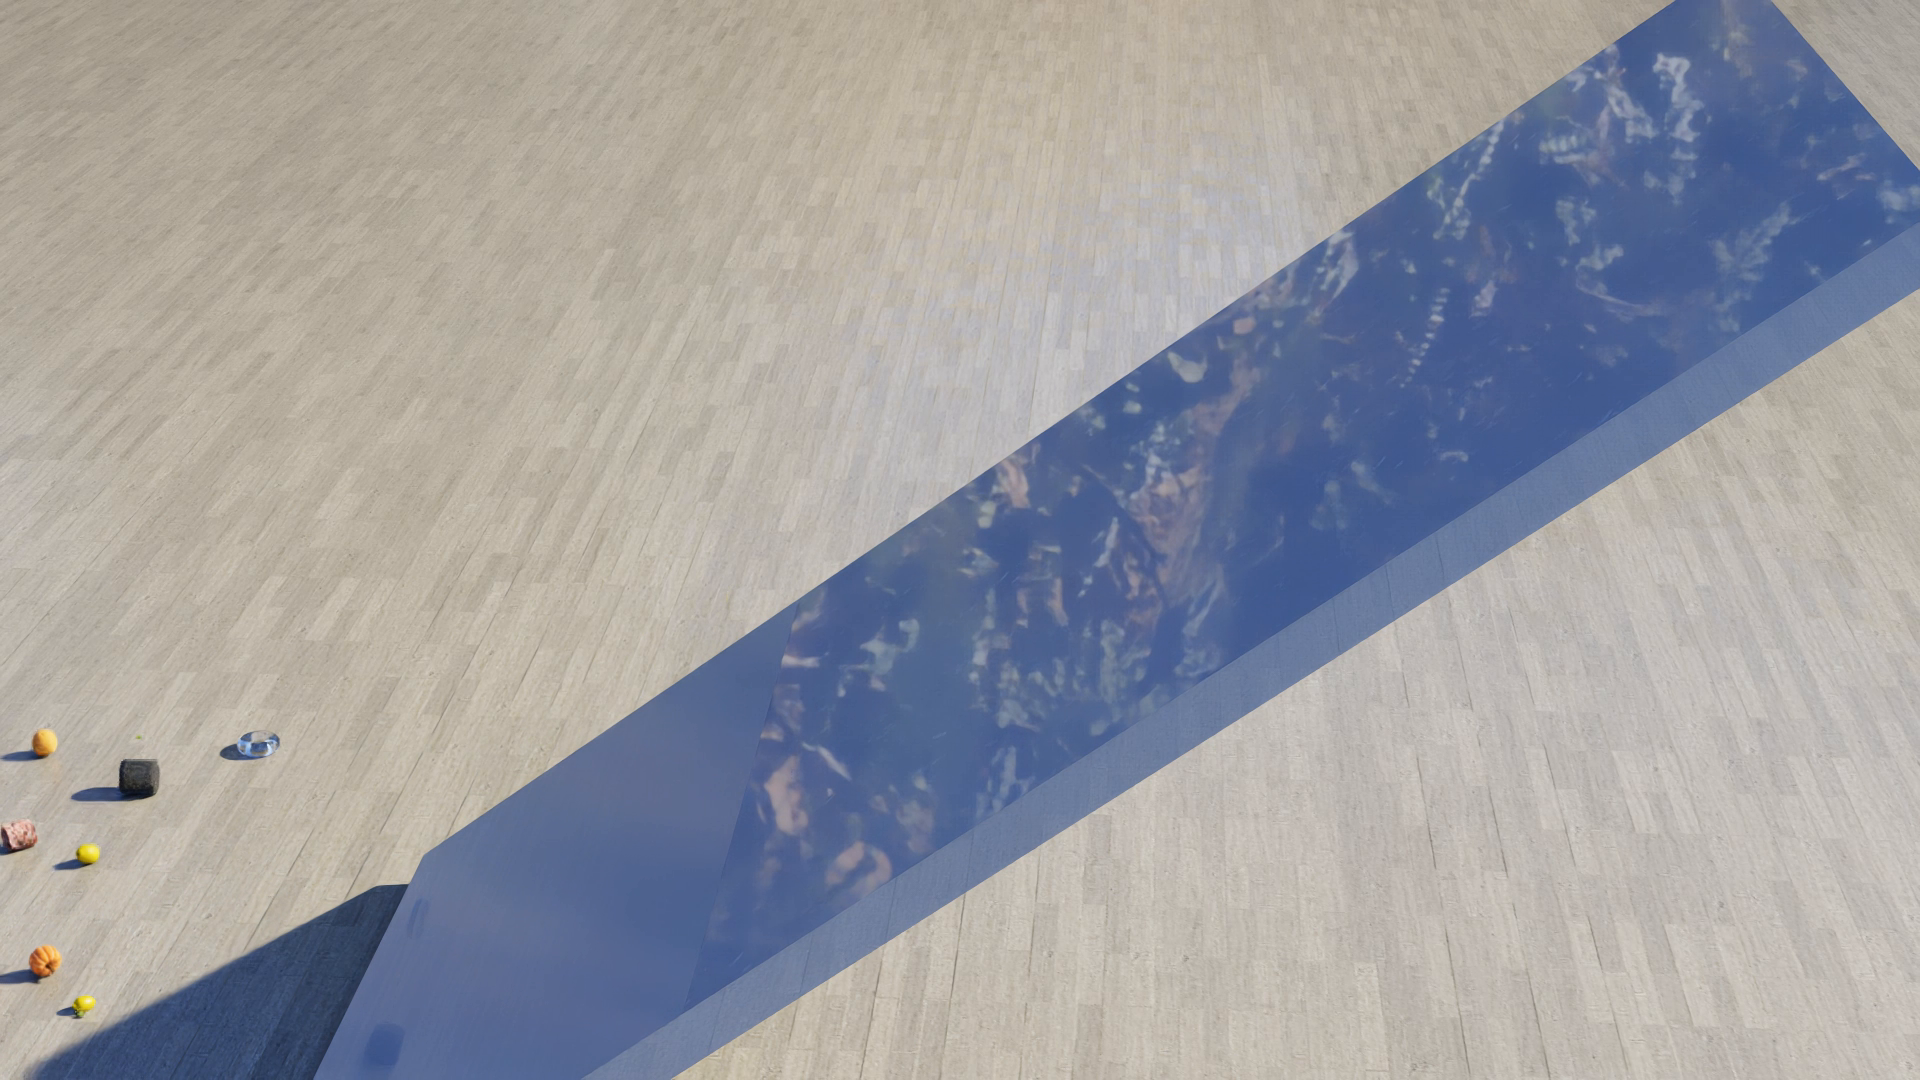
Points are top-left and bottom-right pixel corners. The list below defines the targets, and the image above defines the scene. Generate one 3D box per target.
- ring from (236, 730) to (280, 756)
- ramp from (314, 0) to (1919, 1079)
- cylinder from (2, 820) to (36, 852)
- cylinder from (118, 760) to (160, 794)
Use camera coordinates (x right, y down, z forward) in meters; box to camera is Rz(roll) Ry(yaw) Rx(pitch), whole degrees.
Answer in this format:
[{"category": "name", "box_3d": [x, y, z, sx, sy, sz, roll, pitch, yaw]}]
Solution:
[{"category": "ring", "box_3d": [-2.035, 0.591, 8.535, 0.124, 0.041, 0.124, 1, 21, 0]}, {"category": "ramp", "box_3d": [0.129, 0.179, 6.321, 4.000, 0.100, 2.000, -34, 16, 16]}, {"category": "cylinder", "box_3d": [-2.554, 0.803, 7.983, 0.072, 0.072, 0.072, -16, 27, -33]}, {"category": "cylinder", "box_3d": [-2.311, 0.669, 8.282, 0.091, 0.091, 0.091, -1, 23, -2]}]
